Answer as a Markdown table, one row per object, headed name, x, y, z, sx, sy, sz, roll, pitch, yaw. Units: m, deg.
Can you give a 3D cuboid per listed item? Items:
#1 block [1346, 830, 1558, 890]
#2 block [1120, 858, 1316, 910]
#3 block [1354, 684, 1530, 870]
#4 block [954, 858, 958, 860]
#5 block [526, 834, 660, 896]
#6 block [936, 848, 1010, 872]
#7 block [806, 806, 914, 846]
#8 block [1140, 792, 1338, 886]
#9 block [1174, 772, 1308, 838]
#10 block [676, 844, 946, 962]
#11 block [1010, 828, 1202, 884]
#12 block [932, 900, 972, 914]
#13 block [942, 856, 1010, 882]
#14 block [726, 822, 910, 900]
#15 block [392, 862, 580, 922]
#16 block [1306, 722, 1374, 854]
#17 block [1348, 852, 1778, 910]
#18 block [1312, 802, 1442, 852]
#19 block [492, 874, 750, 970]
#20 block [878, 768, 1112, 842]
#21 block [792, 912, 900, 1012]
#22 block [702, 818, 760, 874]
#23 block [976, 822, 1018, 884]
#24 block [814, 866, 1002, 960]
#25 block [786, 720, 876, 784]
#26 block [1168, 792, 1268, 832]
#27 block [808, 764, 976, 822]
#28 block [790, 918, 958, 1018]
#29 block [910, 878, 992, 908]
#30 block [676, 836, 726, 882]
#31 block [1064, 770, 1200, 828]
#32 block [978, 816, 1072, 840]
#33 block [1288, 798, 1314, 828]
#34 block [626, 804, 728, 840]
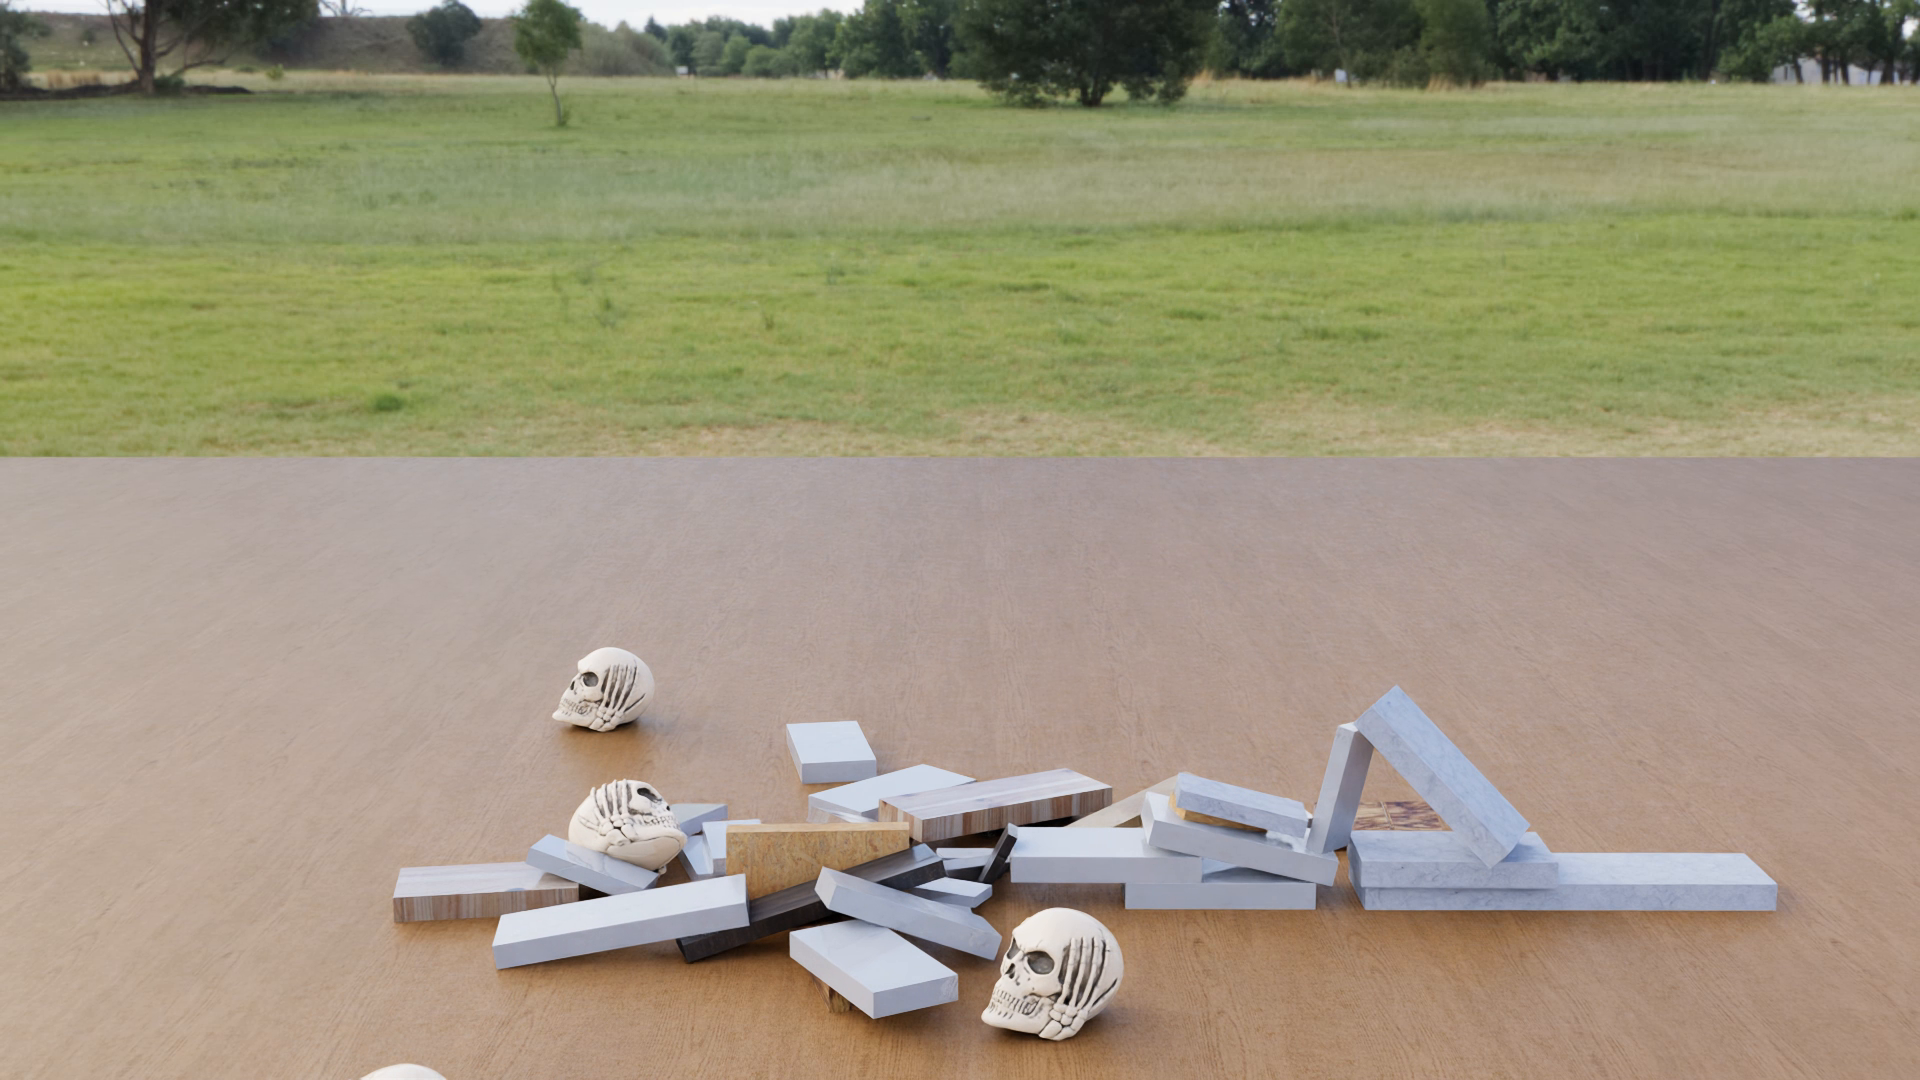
| name | x | y | z | sx | sy | sz | roll | pitch | yaw |
| --- | --- | --- | --- | --- | --- | --- | --- | --- | --- |
| block | 0.811 | 0.528 | 3.637 | 0.316 | 0.045 | 0.158 | 0 | 11 | 2 |
| block | 0.426 | 0.568 | 3.668 | 0.311 | 0.044 | 0.155 | 0 | 11 | 0 |
| block | 0.791 | 0.385 | 3.607 | 0.316 | 0.045 | 0.158 | 48 | 26 | 11 |
| block | -0.051 | 0.561 | 3.711 | 0.092 | 0.013 | 0.046 | -6 | -31 | -31 |
| block | -0.608 | 0.545 | 3.644 | 0.201 | 0.028 | 0.100 | 19 | 7 | 5 |
| block | 0.023 | 0.547 | 3.753 | 0.124 | 0.018 | 0.062 | 0 | -31 | 1 |
| block | -0.172 | 0.503 | 3.827 | 0.098 | 0.028 | 0.195 | 18 | -3 | 32 |
| block | 0.462 | 0.496 | 3.657 | 0.310 | 0.044 | 0.155 | 13 | 10 | -2 |
| block | 0.464 | 0.438 | 3.639 | 0.213 | 0.030 | 0.107 | 14 | 10 | 1 |
| block | -0.236 | 0.567 | 3.449 | 0.424 | 0.028 | 0.100 | -16 | 12 | -14 |
| block | 0.240 | 0.524 | 3.662 | 0.311 | 0.044 | 0.155 | 0 | 11 | 1 |
| block | -0.018 | 0.596 | 3.586 | 0.065 | 0.018 | 0.130 | -1 | 11 | -5 |
| block | 0.017 | 0.555 | 3.703 | 0.124 | 0.018 | 0.062 | -4 | -33 | -20 |
| block | -0.229 | 0.535 | 3.561 | 0.293 | 0.147 | 0.042 | -1 | 11 | -3 |
| block | -0.777 | 0.577 | 3.626 | 0.293 | 0.042 | 0.147 | -2 | 11 | -9 |
| block | 0.632 | 0.407 | 3.630 | 0.030 | 0.213 | 0.107 | 19 | 12 | 31 |
| block | 0.997 | 0.568 | 3.664 | 0.670 | 0.045 | 0.158 | 0 | 11 | 0 |
| block | 0.746 | 0.511 | 3.928 | 0.213 | 0.030 | 0.107 | 0 | 28 | -2 |
| block | -0.522 | 0.590 | 3.412 | 0.387 | 0.038 | 0.135 | -9 | 11 | -4 |
| block | 0.067 | 0.478 | 3.986 | 0.412 | 0.042 | 0.147 | -5 | 12 | -32 |
| block | -0.156 | 0.632 | 3.326 | 0.147 | 0.042 | 0.293 | -3 | 11 | -15 |
| block | -0.383 | 0.526 | 3.776 | 0.100 | 0.028 | 0.201 | -2 | 11 | -11 |
| block | 0.059 | 0.534 | 3.645 | 0.018 | 0.124 | 0.062 | 27 | 10 | -3 |
| block | -0.080 | 0.571 | 3.363 | 0.270 | 0.038 | 0.135 | 20 | -1 | -13 |
| block | -0.262 | 0.426 | 4.437 | 0.147 | 0.042 | 0.293 | -2 | 11 | -10 |
| block | 0.431 | 0.453 | 3.661 | 0.152 | 0.022 | 0.076 | 10 | 11 | -17 |
| block | -0.125 | 0.484 | 4.126 | 0.293 | 0.042 | 0.147 | -10 | 15 | -43 |
| block | -0.128 | 0.617 | 3.191 | 0.135 | 0.038 | 0.270 | -6 | 12 | -29 |
| block | -0.051 | 0.571 | 3.618 | 0.199 | 0.018 | 0.065 | 5 | 12 | 26 |
| block | -0.420 | 0.553 | 3.789 | 0.103 | 0.029 | 0.207 | -3 | 11 | -17 |
| block | 0.284 | 0.495 | 3.908 | 0.365 | 0.022 | 0.076 | -21 | 19 | -28 |
| block | 0.099 | 0.506 | 4.045 | 0.195 | 0.028 | 0.098 | -7 | 13 | -35 |
| block | 0.516 | 0.497 | 3.981 | 0.237 | 0.029 | 0.103 | 4 | 13 | -22 |
| block | -0.506 | 0.505 | 3.951 | 0.104 | 0.029 | 0.207 | -1 | 2 | 18 |
